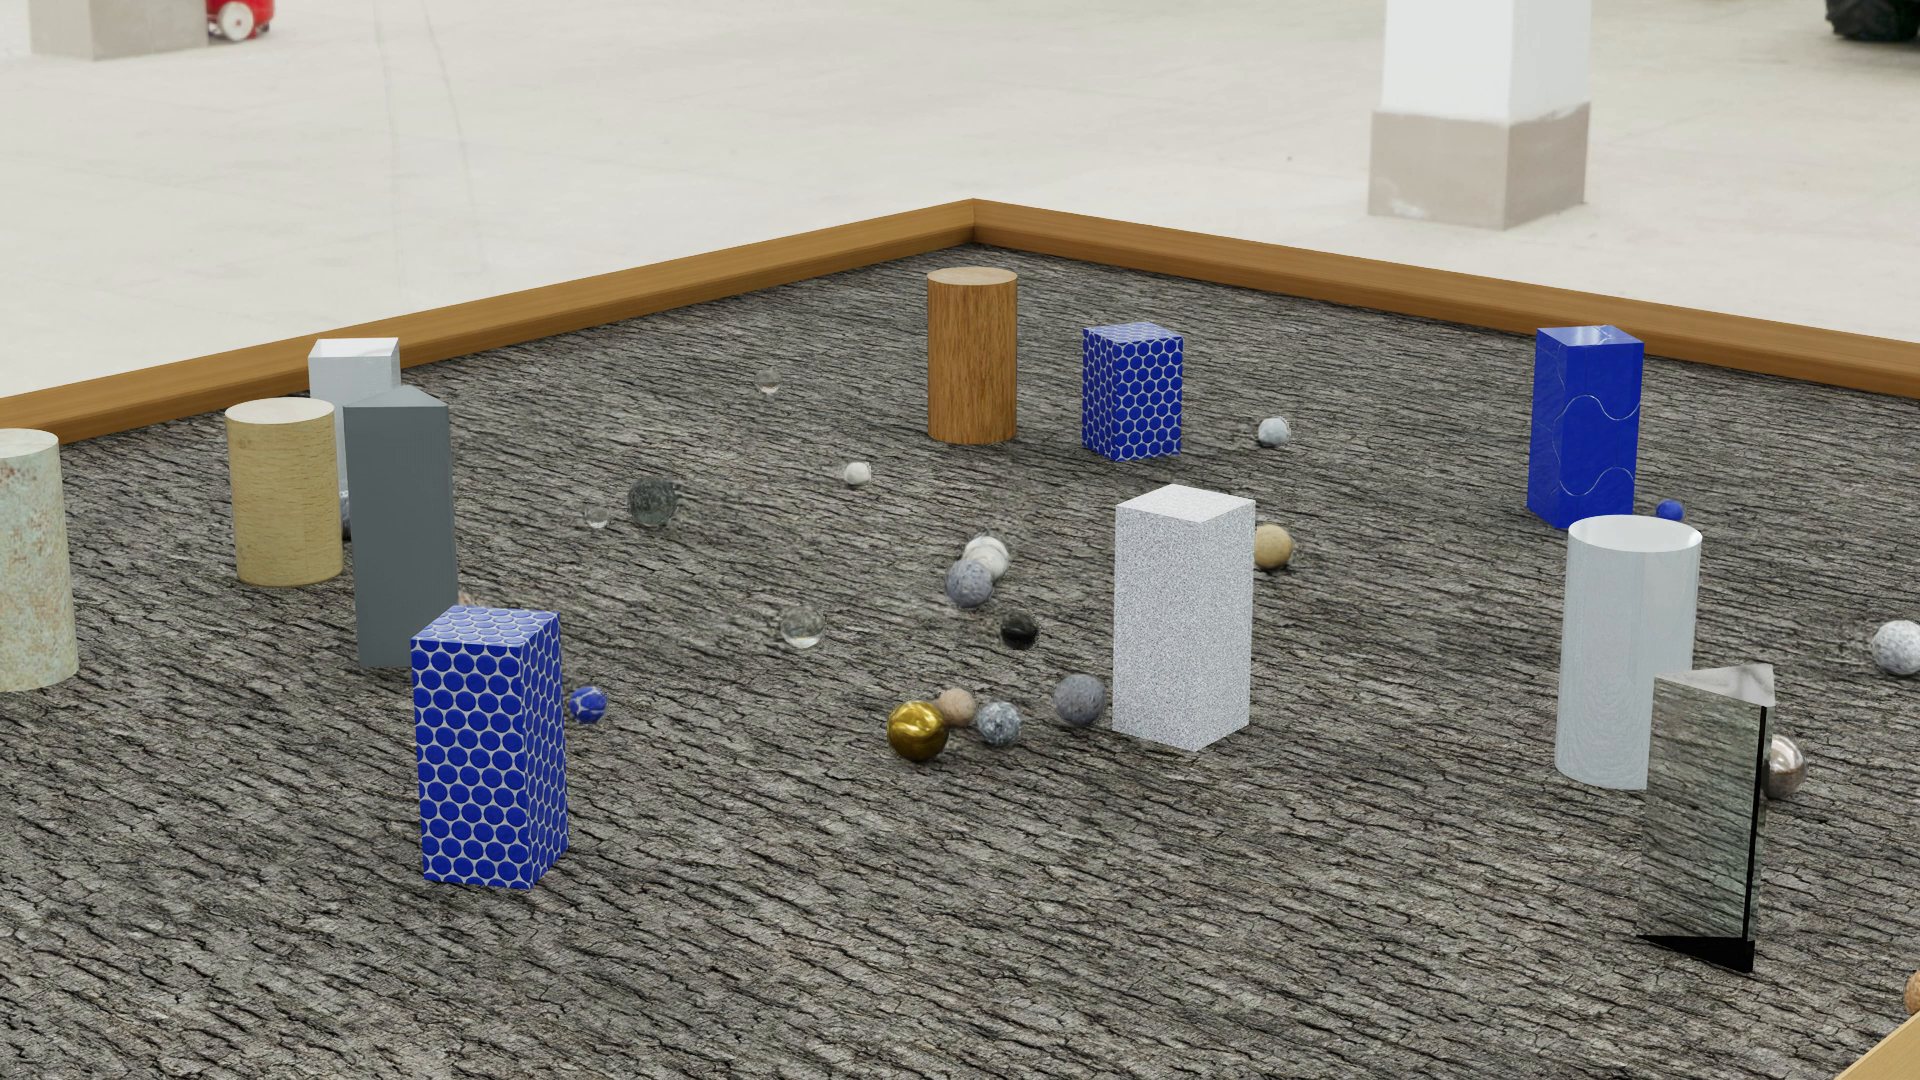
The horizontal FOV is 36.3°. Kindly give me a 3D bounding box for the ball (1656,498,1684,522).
[{"bbox_3d":[1.337,-0.052,5.520,0.051,0.051,0.051,0,17,0],"label":"ball"}]

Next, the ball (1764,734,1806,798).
[{"bbox_3d":[1.166,0.324,4.206,0.092,0.092,0.092,0,17,0],"label":"ball"}]

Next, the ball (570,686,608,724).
[{"bbox_3d":[-0.571,0.252,4.502,0.058,0.058,0.058,0,17,0],"label":"ball"}]

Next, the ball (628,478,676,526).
[{"bbox_3d":[-0.579,-0.072,5.514,0.092,0.092,0.092,0,17,0],"label":"ball"}]

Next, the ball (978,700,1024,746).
[{"bbox_3d":[0.061,0.276,4.408,0.067,0.067,0.067,0,17,0],"label":"ball"}]

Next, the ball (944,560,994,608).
[{"bbox_3d":[0.015,0.076,5.040,0.085,0.085,0.085,0,17,0],"label":"ball"}]

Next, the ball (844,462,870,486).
[{"bbox_3d":[-0.203,-0.131,5.786,0.048,0.048,0.048,0,17,0],"label":"ball"}]

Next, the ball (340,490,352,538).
[{"bbox_3d":[-1.140,-0.047,5.437,0.089,0.089,0.089,0,17,0],"label":"ball"}]

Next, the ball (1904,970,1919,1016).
[{"bbox_3d":[1.167,0.546,3.507,0.072,0.072,0.072,0,17,0],"label":"ball"}]

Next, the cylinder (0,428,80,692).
[{"bbox_3d":[-1.519,0.031,4.676,0.188,0.381,0.188,0,17,0],"label":"cylinder"}]

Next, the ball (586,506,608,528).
[{"bbox_3d":[-0.681,-0.042,5.505,0.041,0.041,0.041,0,17,0],"label":"ball"}]

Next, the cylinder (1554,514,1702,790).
[{"bbox_3d":[0.973,0.162,4.279,0.188,0.359,0.188,0,17,0],"label":"cylinder"}]

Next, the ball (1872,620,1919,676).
[{"bbox_3d":[1.512,0.173,4.708,0.090,0.090,0.090,0,17,0],"label":"ball"}]

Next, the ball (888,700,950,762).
[{"bbox_3d":[-0.062,0.283,4.344,0.091,0.091,0.091,0,17,0],"label":"ball"}]

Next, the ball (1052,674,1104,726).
[{"bbox_3d":[0.182,0.245,4.490,0.079,0.079,0.079,0,17,0],"label":"ball"}]

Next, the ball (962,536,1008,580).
[{"bbox_3d":[0.045,0.034,5.181,0.082,0.082,0.082,0,17,0],"label":"ball"}]

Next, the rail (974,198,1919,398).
[{"bbox_3d":[1.581,-0.496,6.863,4.132,0.122,0.045,14,22,39],"label":"rail"}]

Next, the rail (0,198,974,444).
[{"bbox_3d":[-1.542,-0.357,6.402,0.045,0.122,4.869,14,22,39],"label":"rail"}]

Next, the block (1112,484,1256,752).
[{"bbox_3d":[0.338,0.115,4.437,0.150,0.357,0.150,13,21,36],"label":"block"}]

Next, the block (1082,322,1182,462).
[{"bbox_3d":[0.353,-0.306,6.022,0.150,0.247,0.150,-8,18,-24],"label":"block"}]

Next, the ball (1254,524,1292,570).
[{"bbox_3d":[0.555,0.013,5.251,0.082,0.082,0.082,0,17,0],"label":"ball"}]

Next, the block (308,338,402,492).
[{"bbox_3d":[-1.131,-0.199,5.518,0.150,0.334,0.150,-1,17,-5],"label":"block"}]

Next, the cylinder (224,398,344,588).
[{"bbox_3d":[-1.197,-0.085,5.204,0.188,0.298,0.188,0,17,0],"label":"cylinder"}]

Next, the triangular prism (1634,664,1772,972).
[{"bbox_3d":[0.973,0.340,3.703,0.163,0.353,0.141,16,23,42],"label":"triangular prism"}]

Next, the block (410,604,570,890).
[{"bbox_3d":[-0.628,0.276,3.936,0.150,0.340,0.150,4,17,12],"label":"block"}]

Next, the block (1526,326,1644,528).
[{"bbox_3d":[1.180,-0.215,5.540,0.150,0.351,0.150,-3,17,-11],"label":"block"}]

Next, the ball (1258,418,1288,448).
[{"bbox_3d":[0.647,-0.223,6.067,0.062,0.062,0.062,0,17,0],"label":"ball"}]

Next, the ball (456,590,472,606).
[{"bbox_3d":[-0.848,0.118,4.877,0.075,0.075,0.075,0,17,0],"label":"ball"}]

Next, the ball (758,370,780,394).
[{"bbox_3d":[-0.425,-0.350,6.507,0.051,0.051,0.051,0,17,0],"label":"ball"}]

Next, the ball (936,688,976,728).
[{"bbox_3d":[-0.005,0.257,4.479,0.061,0.061,0.061,0,17,0],"label":"ball"}]

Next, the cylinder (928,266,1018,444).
[{"bbox_3d":[0.026,-0.387,6.136,0.188,0.337,0.188,0,17,0],"label":"cylinder"}]

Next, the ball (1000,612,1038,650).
[{"bbox_3d":[0.098,0.150,4.832,0.063,0.063,0.063,0,17,0],"label":"ball"}]

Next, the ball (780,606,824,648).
[{"bbox_3d":[-0.260,0.144,4.839,0.071,0.071,0.071,0,17,0],"label":"ball"}]

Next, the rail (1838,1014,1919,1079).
[{"bbox_3d":[1.542,0.418,3.839,0.045,0.122,4.869,14,22,39],"label":"rail"}]

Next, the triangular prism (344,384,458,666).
[{"bbox_3d":[-0.896,-0.024,4.765,0.163,0.435,0.141,-1,17,-2],"label":"triangular prism"}]
